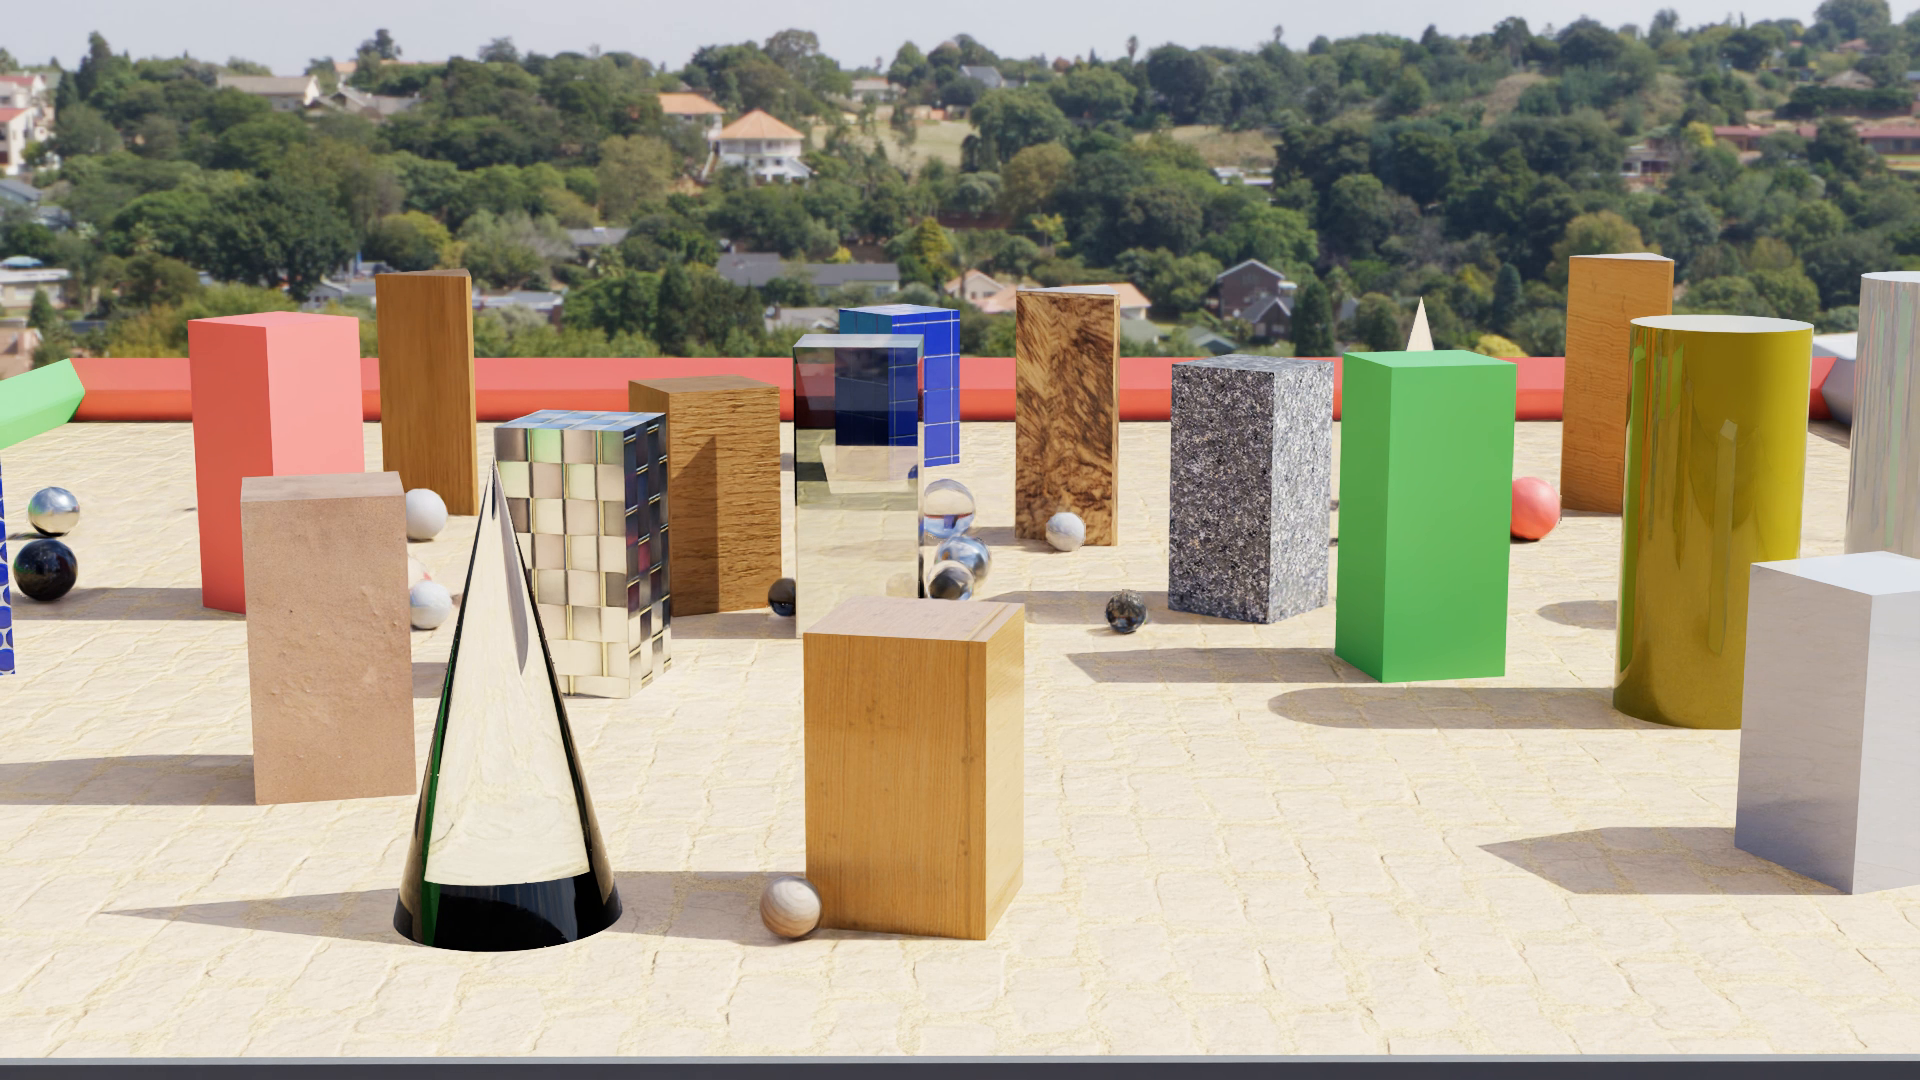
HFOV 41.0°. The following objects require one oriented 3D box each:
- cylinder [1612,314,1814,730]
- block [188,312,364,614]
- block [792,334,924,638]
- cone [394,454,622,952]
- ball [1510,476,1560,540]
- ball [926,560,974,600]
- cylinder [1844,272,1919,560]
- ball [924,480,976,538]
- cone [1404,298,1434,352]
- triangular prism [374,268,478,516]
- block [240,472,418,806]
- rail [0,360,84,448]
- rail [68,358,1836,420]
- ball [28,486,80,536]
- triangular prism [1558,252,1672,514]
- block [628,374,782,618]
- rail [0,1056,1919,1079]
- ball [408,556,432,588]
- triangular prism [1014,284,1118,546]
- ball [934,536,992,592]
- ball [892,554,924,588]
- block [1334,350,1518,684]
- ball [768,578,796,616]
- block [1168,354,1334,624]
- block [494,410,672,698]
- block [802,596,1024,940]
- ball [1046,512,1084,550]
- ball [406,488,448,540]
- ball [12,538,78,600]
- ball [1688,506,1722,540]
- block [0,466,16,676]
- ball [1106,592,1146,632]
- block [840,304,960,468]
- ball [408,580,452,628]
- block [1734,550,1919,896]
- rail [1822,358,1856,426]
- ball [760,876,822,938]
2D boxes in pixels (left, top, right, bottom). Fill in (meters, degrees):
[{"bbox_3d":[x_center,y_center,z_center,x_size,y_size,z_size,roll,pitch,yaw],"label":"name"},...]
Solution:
[{"bbox_3d":[0.849,-0.024,2.902,0.197,0.442,0.197,0,10,0],"label":"cylinder"},{"bbox_3d":[-0.921,-0.105,3.475,0.157,0.390,0.157,7,13,34],"label":"block"},{"bbox_3d":[-0.129,-0.072,3.338,0.157,0.376,0.157,0,11,2],"label":"block"},{"bbox_3d":[-0.392,0.126,2.192,0.197,0.405,0.197,0,10,0],"label":"cone"},{"bbox_3d":[0.881,-0.049,3.977,0.098,0.098,0.098,0,10,0],"label":"ball"},{"bbox_3d":[-0.014,0.060,3.479,0.066,0.066,0.066,0,10,0],"label":"ball"},{"bbox_3d":[1.281,-0.121,3.393,0.197,0.452,0.197,0,10,0],"label":"cylinder"},{"bbox_3d":[-0.022,-0.048,3.988,0.093,0.093,0.093,0,10,0],"label":"ball"},{"bbox_3d":[0.759,-0.228,4.252,0.197,0.350,0.197,0,10,0],"label":"cone"},{"bbox_3d":[-0.850,-0.249,4.254,0.170,0.391,0.147,3,11,16],"label":"triangular prism"},{"bbox_3d":[-0.645,0.096,2.620,0.157,0.307,0.157,-3,11,-14],"label":"block"},{"bbox_3d":[-1.807,0.035,3.439,0.045,0.128,3.805,0,10,0],"label":"rail"},{"bbox_3d":[-0.011,-0.309,5.296,3.662,0.128,0.045,0,10,0],"label":"rail"},{"bbox_3d":[-1.414,-0.044,4.005,0.078,0.078,0.078,0,10,0],"label":"ball"},{"bbox_3d":[1.108,-0.262,4.250,0.170,0.417,0.147,7,12,32],"label":"triangular prism"},{"bbox_3d":[-0.348,-0.064,3.501,0.157,0.301,0.157,-5,12,-27],"label":"block"},{"bbox_3d":[0.011,0.375,1.602,3.662,0.128,0.045,0,10,0],"label":"rail"},{"bbox_3d":[-0.749,0.060,3.442,0.080,0.080,0.080,0,10,0],"label":"ball"},{"bbox_3d":[0.195,-0.199,3.998,0.170,0.386,0.147,5,12,26],"label":"triangular prism"},{"bbox_3d":[0.004,0.034,3.573,0.082,0.082,0.082,0,10,0],"label":"ball"},{"bbox_3d":[-0.074,0.044,3.615,0.047,0.047,0.047,0,10,0],"label":"ball"},{"bbox_3d":[0.563,-0.032,3.117,0.157,0.379,0.157,-2,11,-12],"label":"block"},{"bbox_3d":[-0.231,0.076,3.430,0.052,0.052,0.052,0,10,0],"label":"ball"},{"bbox_3d":[0.392,-0.073,3.457,0.157,0.334,0.157,8,13,37],"label":"block"},{"bbox_3d":[-0.446,0.013,3.047,0.157,0.314,0.157,2,11,11],"label":"block"},{"bbox_3d":[-0.037,0.194,2.230,0.157,0.258,0.157,2,11,13],"label":"block"},{"bbox_3d":[0.159,-0.013,3.891,0.060,0.060,0.060,0,10,0],"label":"ball"},{"bbox_3d":[-0.836,-0.040,3.975,0.081,0.081,0.081,0,10,0],"label":"ball"},{"bbox_3d":[-1.257,0.040,3.527,0.086,0.086,0.086,0,10,0],"label":"ball"},{"bbox_3d":[1.155,-0.026,3.976,0.053,0.053,0.053,0,10,0],"label":"ball"},{"bbox_3d":[-1.251,-0.024,3.102,0.157,0.368,0.157,-6,12,-29],"label":"block"},{"bbox_3d":[0.215,0.093,3.332,0.053,0.053,0.053,0,10,0],"label":"ball"},{"bbox_3d":[-0.111,-0.283,4.734,0.157,0.283,0.157,-9,14,-39],"label":"block"},{"bbox_3d":[-0.696,0.085,3.354,0.063,0.063,0.063,0,10,0],"label":"ball"},{"bbox_3d":[0.834,0.163,2.356,0.157,0.272,0.157,-4,11,-23],"label":"block"},{"bbox_3d":[1.807,0.031,3.459,0.045,0.128,3.805,0,10,0],"label":"rail"},{"bbox_3d":[-0.142,0.310,2.167,0.052,0.052,0.052,0,10,0],"label":"ball"}]
